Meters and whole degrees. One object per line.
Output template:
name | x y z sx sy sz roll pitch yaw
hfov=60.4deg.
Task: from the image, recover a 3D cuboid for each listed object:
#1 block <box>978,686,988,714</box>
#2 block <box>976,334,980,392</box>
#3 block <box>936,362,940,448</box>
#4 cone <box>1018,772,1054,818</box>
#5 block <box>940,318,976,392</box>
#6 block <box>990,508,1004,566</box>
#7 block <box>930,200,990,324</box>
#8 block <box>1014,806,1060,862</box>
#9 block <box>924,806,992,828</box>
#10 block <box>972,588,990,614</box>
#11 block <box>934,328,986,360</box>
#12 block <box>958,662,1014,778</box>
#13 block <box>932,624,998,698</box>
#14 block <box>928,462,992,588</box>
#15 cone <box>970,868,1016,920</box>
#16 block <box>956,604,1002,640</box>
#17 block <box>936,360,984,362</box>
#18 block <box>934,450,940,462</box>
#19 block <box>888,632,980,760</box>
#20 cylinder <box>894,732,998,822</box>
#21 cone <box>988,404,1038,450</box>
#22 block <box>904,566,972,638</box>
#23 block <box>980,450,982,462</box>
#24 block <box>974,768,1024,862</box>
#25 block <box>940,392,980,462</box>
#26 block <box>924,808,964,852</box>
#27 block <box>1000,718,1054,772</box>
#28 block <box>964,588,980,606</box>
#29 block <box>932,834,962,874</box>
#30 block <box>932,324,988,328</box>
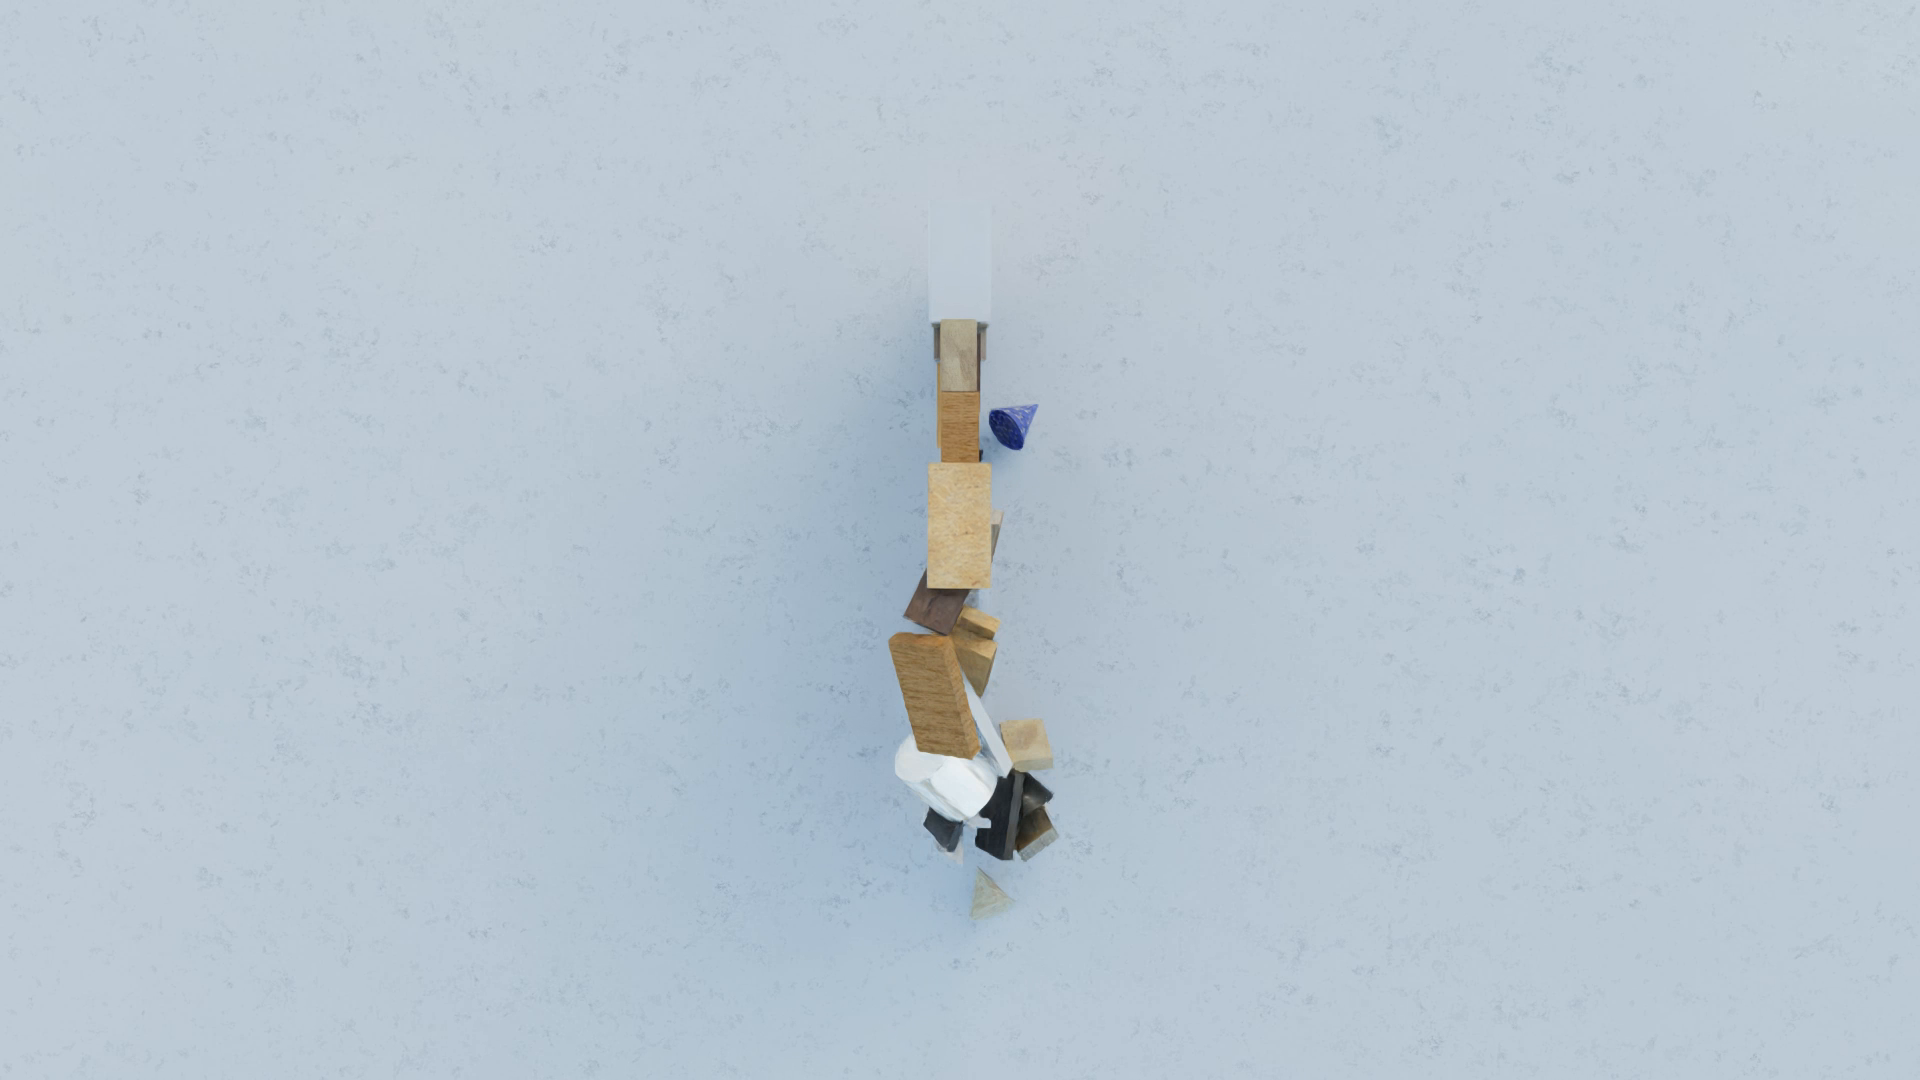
block | -0.001 0.419 5.131 0.171 0.049 0.343 0 90 0
block | 0.003 -0.496 4.879 0.114 0.032 0.229 0 90 0
block | -0.005 -0.425 5.214 0.134 0.038 0.267 0 90 0
cone | 0.138 0.762 5.369 0.256 0.256 0.256 -23 91 0
block | -0.004 -0.519 4.645 0.102 0.029 0.203 0 90 0
block | 0.015 0.008 4.598 0.168 0.337 0.048 13 59 0
block | 0.000 -0.801 4.751 0.174 0.049 0.348 0 90 0
block | 0.236 0.943 5.357 0.141 0.282 0.040 -36 100 1
block | -0.006 0.875 5.200 0.191 0.095 0.027 20 73 -29
block | -0.003 0.078 4.780 0.178 0.050 0.356 1 90 0
block | 0.000 -0.728 5.147 0.165 0.047 0.329 0 90 0
block | -0.015 0.506 4.896 0.180 0.647 0.051 13 59 29
block | 0.002 0.340 4.724 0.180 0.359 0.051 24 67 6
block | -0.001 -0.040 4.406 0.168 0.048 0.337 0 97 0
cone | 0.084 1.155 5.465 0.155 0.155 0.155 -21 63 0
block | 0.017 0.280 4.697 0.132 0.399 0.037 24 68 1
block | 0.000 -0.618 5.335 0.165 0.329 0.047 0 90 0
block | -0.006 -0.139 5.184 0.148 0.042 0.295 -2 90 0
block | -0.069 0.425 4.504 0.180 0.051 0.359 4 120 35
cylinder | -0.042 0.692 4.943 0.222 0.222 0.222 -42 123 0
cone | 0.207 -0.407 5.464 0.160 0.160 0.160 -39 90 -27
block | -0.036 0.118 4.472 0.132 0.037 0.265 24 77 5
block | 0.009 -0.239 4.807 0.108 0.321 0.031 2 90 0
block | 0.126 0.857 5.226 0.040 0.141 0.282 1 101 -40
block | 0.000 -0.307 4.632 0.108 0.031 0.216 0 90 0
block | -0.049 0.870 5.043 0.027 0.191 0.095 16 99 -27
block | 0.215 0.665 5.358 0.141 0.282 0.040 -6 111 -3
block | -0.013 0.160 4.620 0.132 0.265 0.037 -5 83 0
block | -0.039 0.964 5.242 0.095 0.512 0.027 34 92 -1
block | -0.001 -0.684 4.950 0.174 0.348 0.049 0 90 0
